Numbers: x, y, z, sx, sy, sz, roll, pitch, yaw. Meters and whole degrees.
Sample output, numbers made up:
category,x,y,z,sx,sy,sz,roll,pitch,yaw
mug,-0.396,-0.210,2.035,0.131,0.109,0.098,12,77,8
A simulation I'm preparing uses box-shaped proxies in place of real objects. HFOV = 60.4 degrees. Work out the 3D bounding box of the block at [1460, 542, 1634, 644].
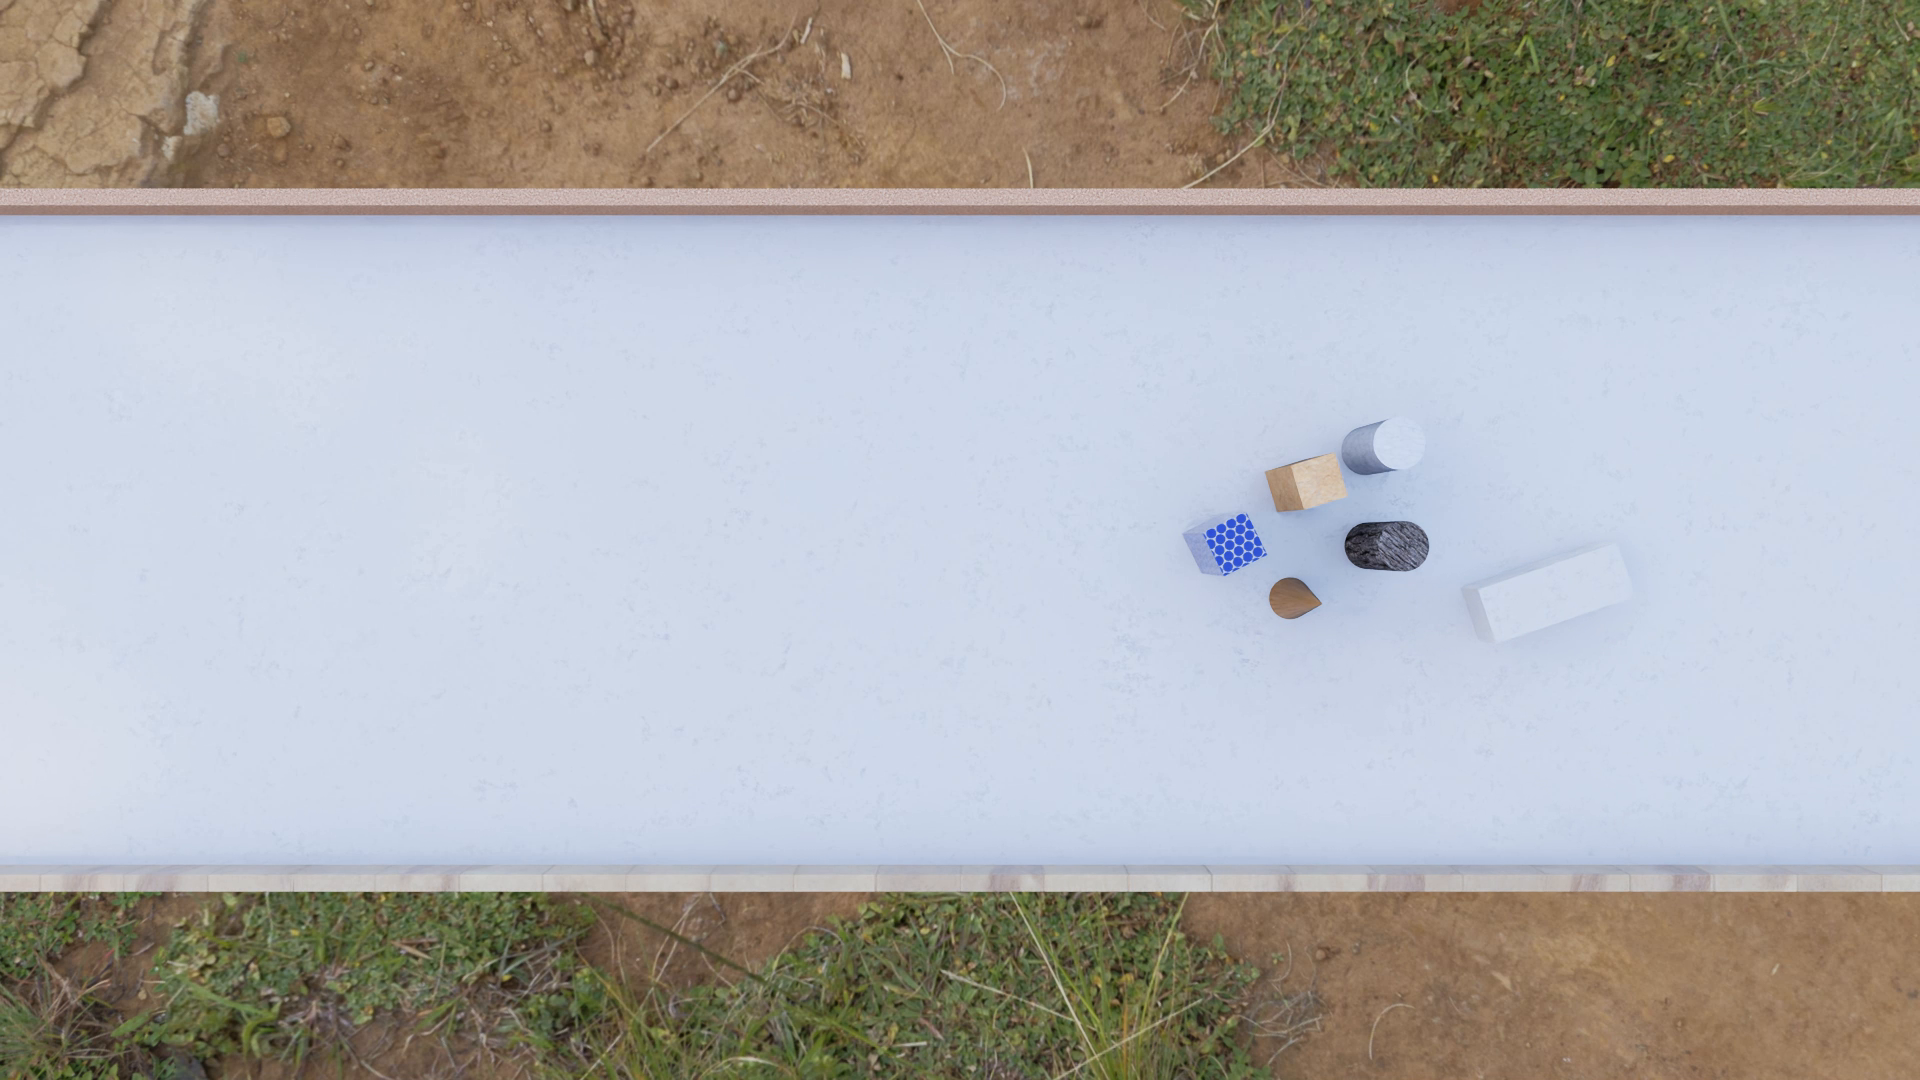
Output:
category,x,y,z,sx,sy,sz,roll,pitch,yaw
block,1.775,0.158,4.991,0.437,0.170,0.170,-19,90,0

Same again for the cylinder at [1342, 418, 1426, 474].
category,x,y,z,sx,sy,sz,roll,pitch,yaw
cylinder,1.248,-0.275,4.880,0.150,0.394,0.150,0,90,0

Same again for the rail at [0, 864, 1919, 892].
category,x,y,z,sx,sy,sz,roll,pitch,yaw
rail,-2.247,1.025,5.001,12.000,0.150,0.050,0,90,0

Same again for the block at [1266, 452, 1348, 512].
category,x,y,z,sx,sy,sz,roll,pitch,yaw
block,1.019,-0.167,4.877,0.131,0.400,0.131,-17,90,0

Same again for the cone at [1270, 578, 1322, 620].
category,x,y,z,sx,sy,sz,roll,pitch,yaw
cone,1.016,0.179,4.849,0.129,0.456,0.129,0,90,0

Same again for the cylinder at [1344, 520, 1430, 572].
category,x,y,z,sx,sy,sz,roll,pitch,yaw
cylinder,1.255,0.018,4.870,0.144,0.413,0.144,0,90,0

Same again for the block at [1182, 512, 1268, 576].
category,x,y,z,sx,sy,sz,roll,pitch,yaw
block,0.774,0.011,4.861,0.137,0.431,0.137,-26,90,0

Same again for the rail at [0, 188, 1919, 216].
category,x,y,z,sx,sy,sz,roll,pitch,yaw
rail,-2.247,-1.025,5.002,12.000,0.150,0.050,0,90,0
